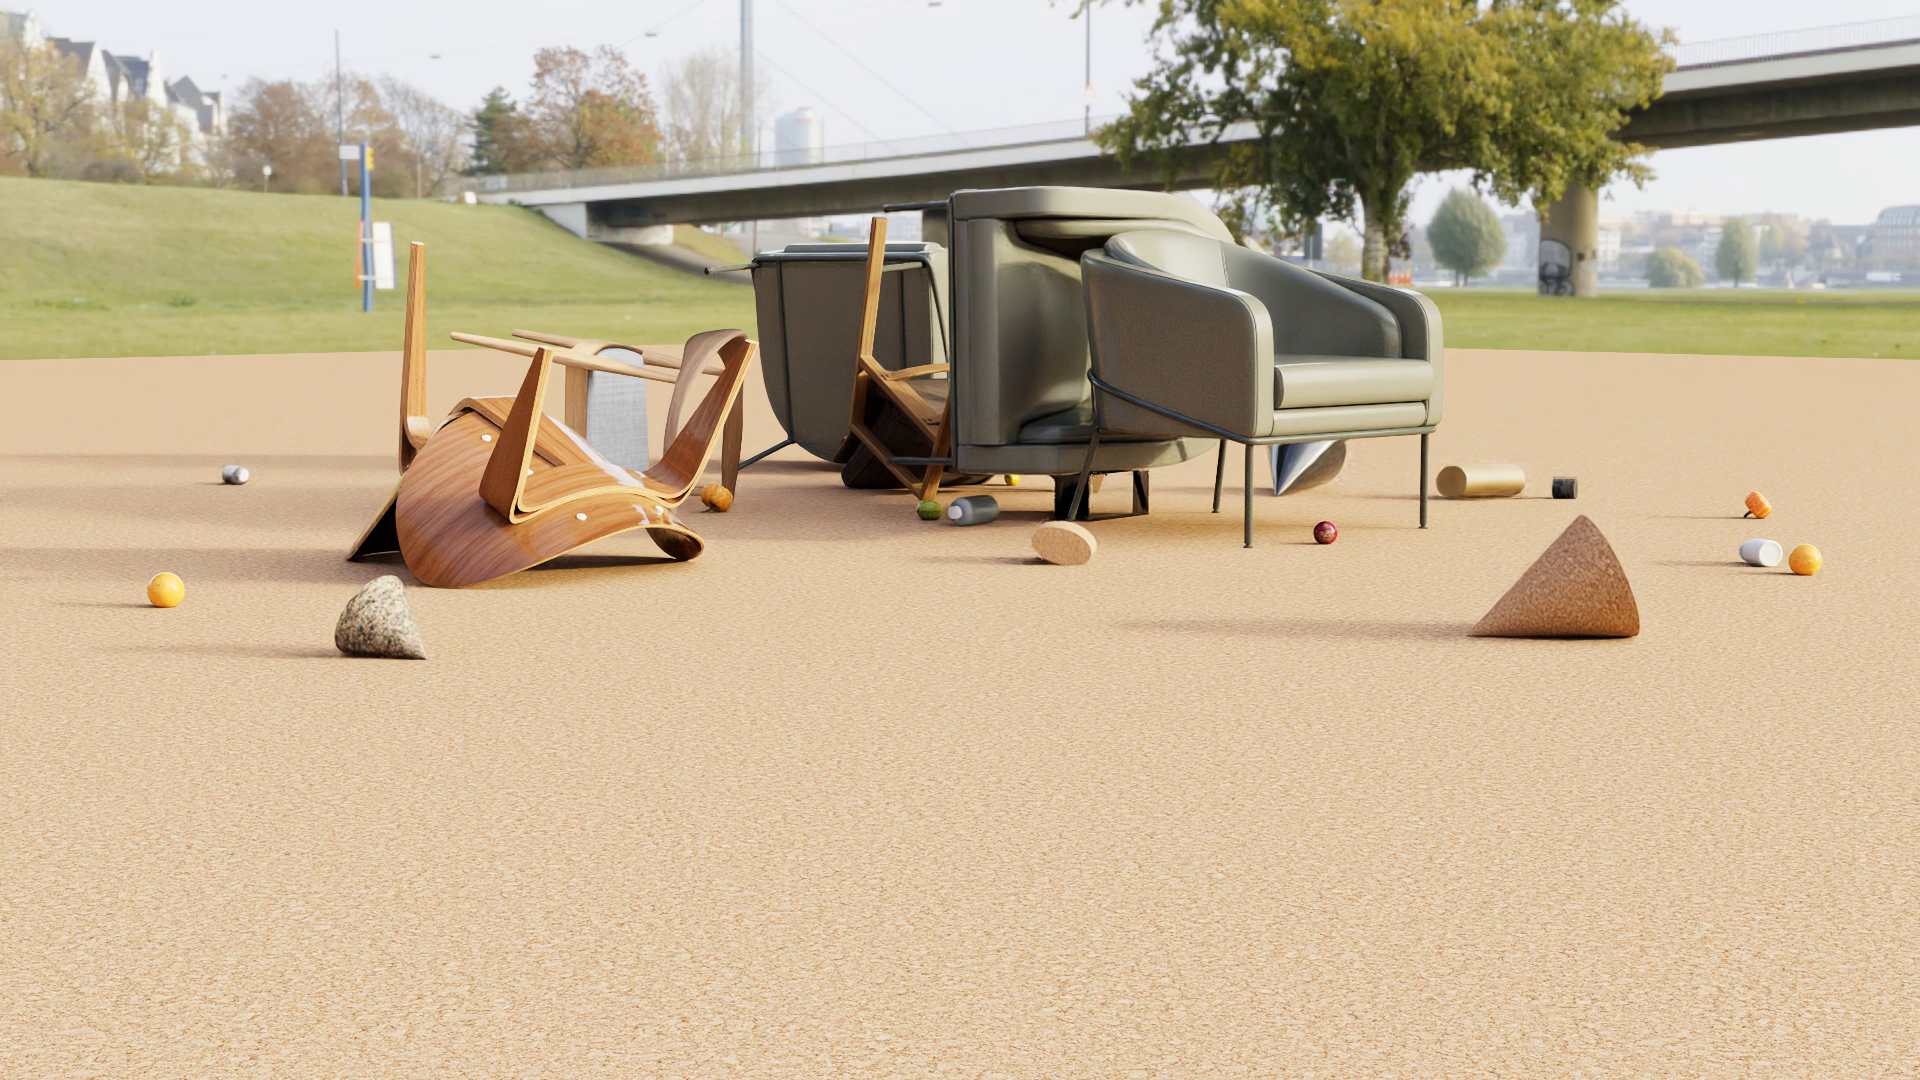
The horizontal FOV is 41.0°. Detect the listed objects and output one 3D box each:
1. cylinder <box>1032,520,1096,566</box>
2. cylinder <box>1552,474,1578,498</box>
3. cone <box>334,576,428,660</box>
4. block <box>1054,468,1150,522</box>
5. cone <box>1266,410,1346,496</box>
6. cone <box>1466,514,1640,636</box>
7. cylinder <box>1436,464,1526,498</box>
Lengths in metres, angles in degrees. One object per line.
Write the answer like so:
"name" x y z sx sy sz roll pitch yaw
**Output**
"cylinder" 0.241 0.007 5.919 0.142 0.081 0.163 17 8 5
"cylinder" 1.793 -0.155 7.606 0.064 0.064 0.069 -15 12 16
"cone" -0.971 0.168 4.440 0.151 0.159 0.147 34 -6 24
"block" 0.389 -0.126 7.020 0.120 0.125 0.277 5 7 38
"cone" 1.003 -0.203 7.775 0.246 0.278 0.325 34 37 5
"cone" 1.055 0.121 4.697 0.283 0.242 0.273 -23 2 0
"cylinder" 1.547 -0.175 7.623 0.201 0.098 0.170 -2 -1 -21
